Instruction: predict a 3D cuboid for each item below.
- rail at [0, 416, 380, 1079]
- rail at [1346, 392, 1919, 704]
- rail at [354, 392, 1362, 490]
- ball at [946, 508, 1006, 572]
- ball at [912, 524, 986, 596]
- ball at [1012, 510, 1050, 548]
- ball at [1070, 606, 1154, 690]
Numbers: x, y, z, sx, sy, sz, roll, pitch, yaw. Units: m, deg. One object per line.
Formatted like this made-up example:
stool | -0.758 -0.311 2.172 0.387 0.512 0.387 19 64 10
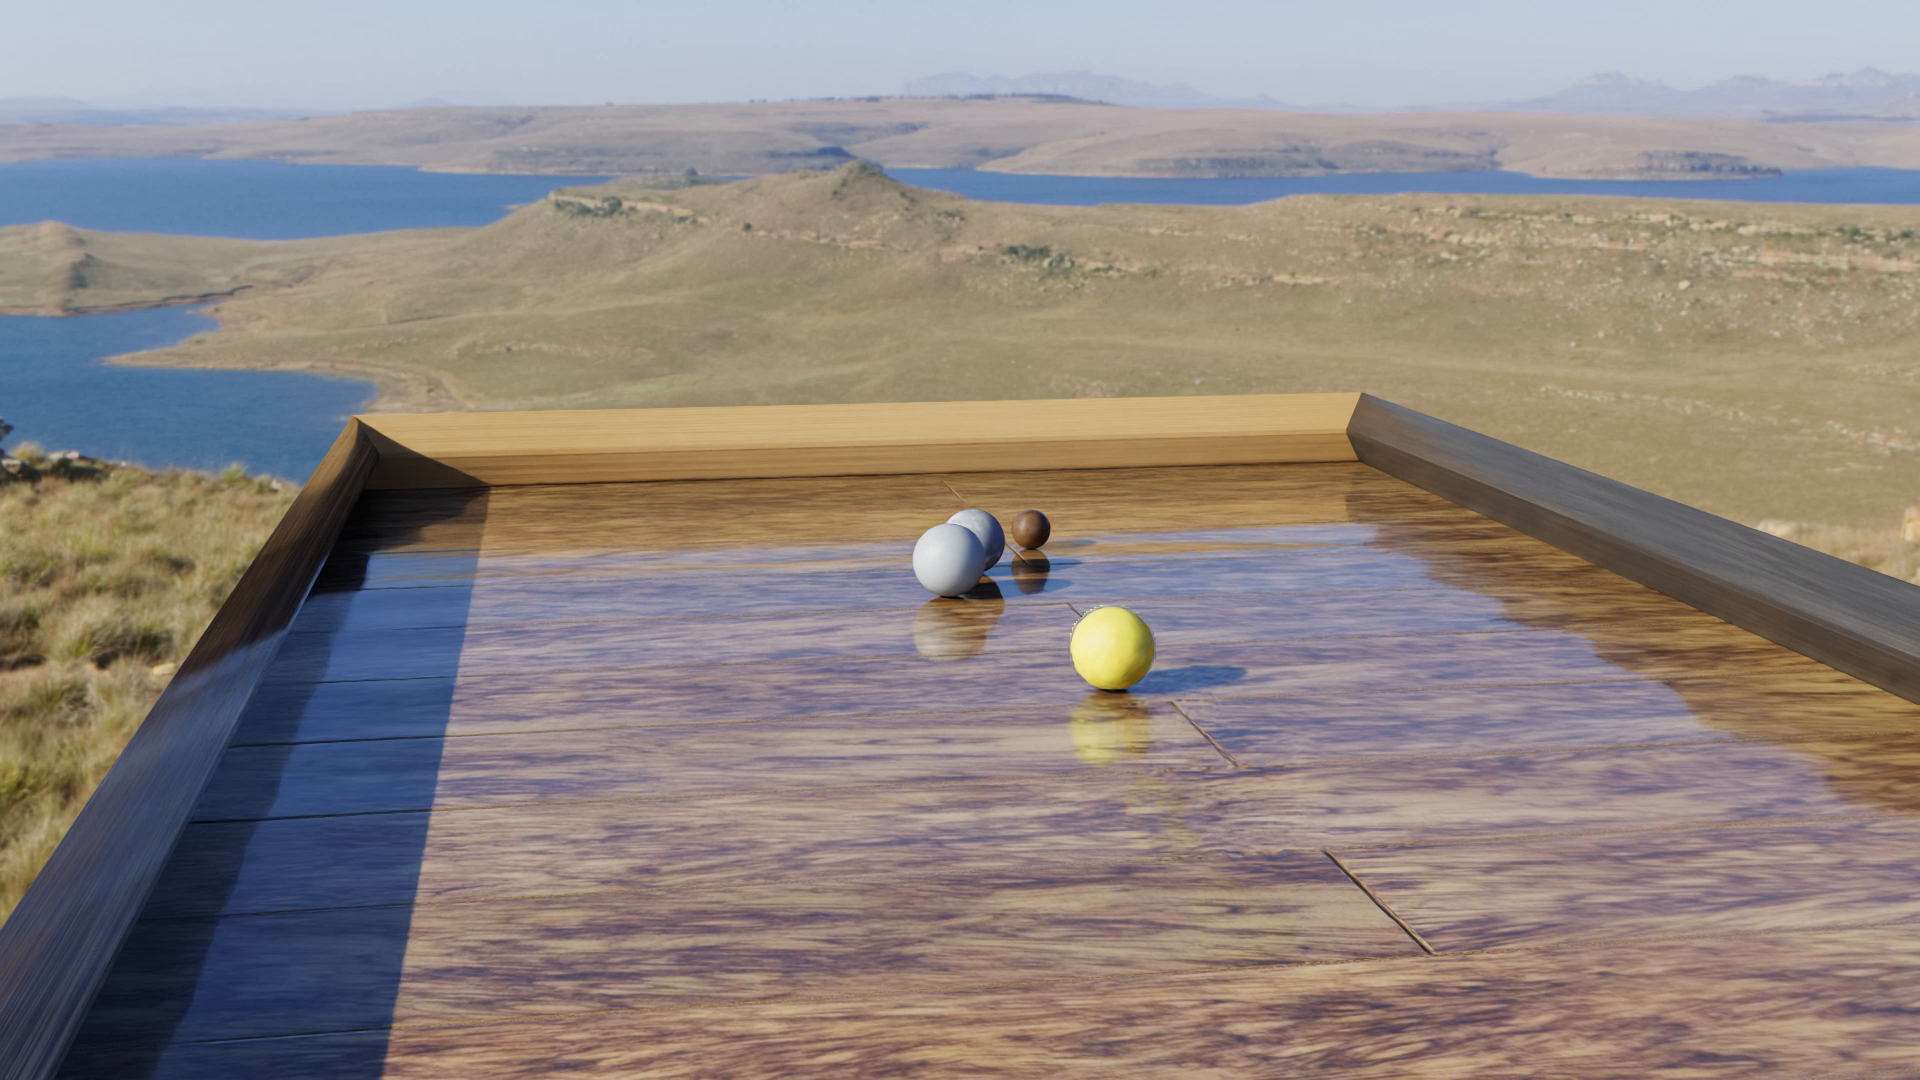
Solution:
rail | -0.716 0.162 2.137 0.045 0.127 3.325 -2 11 -10
rail | 1.008 0.104 2.439 0.045 0.127 3.325 -2 11 -10
rail | -0.142 -0.174 3.872 1.798 0.127 0.045 -2 11 -10
ball | 0.017 0.002 3.064 0.091 0.091 0.091 0 11 0
ball | -0.014 0.027 2.919 0.097 0.097 0.097 0 11 0
ball | 0.105 -0.016 3.242 0.058 0.058 0.058 0 11 0
ball | 0.170 0.121 2.446 0.093 0.093 0.093 0 11 0
